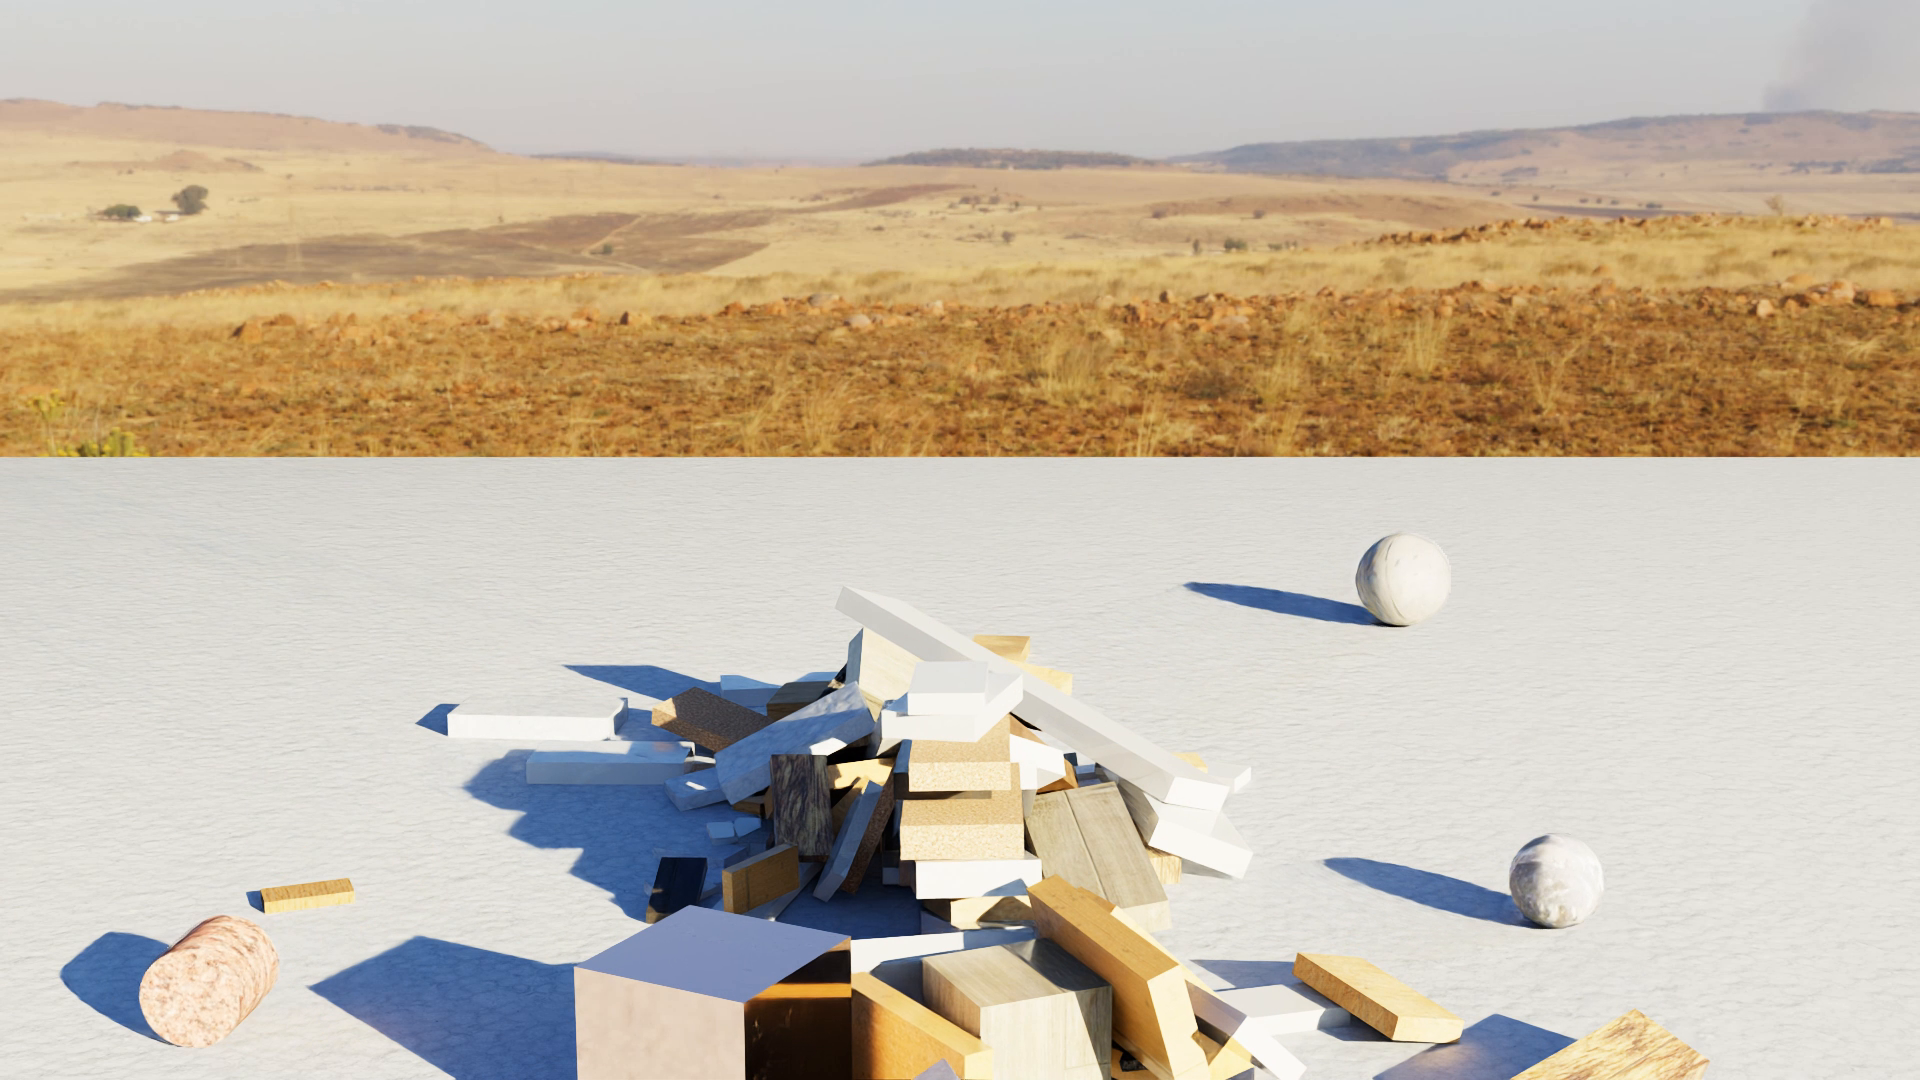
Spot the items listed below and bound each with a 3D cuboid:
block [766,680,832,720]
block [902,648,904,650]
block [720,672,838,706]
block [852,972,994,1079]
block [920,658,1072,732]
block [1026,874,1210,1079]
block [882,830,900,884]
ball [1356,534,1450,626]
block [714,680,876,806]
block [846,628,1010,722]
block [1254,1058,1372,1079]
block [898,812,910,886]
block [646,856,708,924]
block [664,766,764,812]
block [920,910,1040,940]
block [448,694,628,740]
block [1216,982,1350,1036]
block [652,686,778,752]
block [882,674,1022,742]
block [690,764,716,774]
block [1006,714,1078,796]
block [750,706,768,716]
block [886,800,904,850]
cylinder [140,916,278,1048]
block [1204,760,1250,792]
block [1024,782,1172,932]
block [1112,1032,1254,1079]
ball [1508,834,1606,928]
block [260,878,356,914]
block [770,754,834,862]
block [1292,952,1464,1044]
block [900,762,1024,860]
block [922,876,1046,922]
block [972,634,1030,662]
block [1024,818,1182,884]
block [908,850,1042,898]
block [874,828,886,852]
[{"bbox_3d":[-0.320,0.340,4.651,0.135,0.038,0.270,-2,5,4],"label":"block"},{"bbox_3d":[-0.181,0.294,4.703,0.135,0.038,0.270,-29,2,5],"label":"block"},{"bbox_3d":[-0.401,0.334,4.942,0.270,0.038,0.135,-1,11,-8],"label":"block"},{"bbox_3d":[-0.061,0.673,2.806,0.043,0.151,0.302,-7,12,-33],"label":"block"},{"bbox_3d":[0.051,0.288,4.361,0.307,0.043,0.153,12,31,22],"label":"block"},{"bbox_3d":[0.201,0.570,2.853,0.047,0.167,0.335,-23,20,-19],"label":"block"},{"bbox_3d":[-0.082,0.543,3.773,0.102,0.029,0.204,0,10,-2],"label":"block"},{"bbox_3d":[1.136,0.102,5.645,0.238,0.238,0.238,0,11,0],"label":"ball"},{"bbox_3d":[-0.294,0.358,3.900,0.288,0.041,0.144,-27,21,-2],"label":"block"},{"bbox_3d":[-0.058,0.314,4.132,0.346,0.049,0.173,31,32,-21],"label":"block"},{"bbox_3d":[0.446,0.735,2.768,0.151,0.043,0.302,1,11,7],"label":"block"},{"bbox_3d":[-0.011,0.491,3.498,0.173,0.049,0.346,-1,-20,-2],"label":"block"},{"bbox_3d":[-0.461,0.572,3.589,0.076,0.021,0.151,0,28,3],"label":"block"},{"bbox_3d":[-0.457,0.463,4.183,0.190,0.027,0.095,-13,21,-22],"label":"block"},{"bbox_3d":[0.056,0.587,3.279,0.173,0.049,0.346,0,-5,-11],"label":"block"},{"bbox_3d":[-0.896,0.377,4.683,0.344,0.049,0.172,1,11,5],"label":"block"},{"bbox_3d":[0.443,0.673,3.146,0.203,0.029,0.102,-3,11,-16],"label":"block"},{"bbox_3d":[-0.482,0.382,4.500,0.270,0.038,0.135,19,25,28],"label":"block"},{"bbox_3d":[-0.008,0.253,3.373,0.144,0.041,0.287,1,9,16],"label":"block"},{"bbox_3d":[-0.431,0.462,4.287,0.186,0.026,0.093,0,11,1],"label":"block"},{"bbox_3d":[0.067,0.392,3.869,0.165,0.047,0.330,-19,-31,19],"label":"block"},{"bbox_3d":[-0.418,0.391,4.638,0.270,0.038,0.135,-6,12,-28],"label":"block"},{"bbox_3d":[-0.023,0.462,3.604,0.173,0.049,0.346,0,-15,-7],"label":"block"},{"bbox_3d":[-1.058,0.622,3.106,0.142,0.142,0.142,1,11,4],"label":"cylinder"},{"bbox_3d":[0.464,0.457,4.310,0.190,0.027,0.095,5,12,26],"label":"block"},{"bbox_3d":[0.215,0.527,3.624,0.172,0.049,0.473,-10,17,-4],"label":"block"},{"bbox_3d":[0.246,0.675,2.972,0.151,0.043,0.302,-14,10,-35],"label":"block"},{"bbox_3d":[0.952,0.544,3.507,0.149,0.149,0.149,0,11,0],"label":"ball"},{"bbox_3d":[-1.076,0.587,3.629,0.142,0.020,0.071,-4,11,-22],"label":"block"},{"bbox_3d":[-0.269,0.455,3.733,0.095,0.190,0.027,1,-34,-14],"label":"block"},{"bbox_3d":[0.594,0.652,3.139,0.119,0.034,0.238,10,7,-29],"label":"block"},{"bbox_3d":[0.005,0.398,3.259,0.173,0.049,0.346,-1,9,1],"label":"block"},{"bbox_3d":[0.048,0.548,3.387,0.173,0.049,0.346,-1,-5,-8],"label":"block"},{"bbox_3d":[0.056,0.314,5.053,0.135,0.038,0.680,2,11,8],"label":"block"},{"bbox_3d":[0.238,0.531,3.852,0.172,0.049,0.344,-3,11,-18],"label":"block"},{"bbox_3d":[0.017,0.483,3.205,0.173,0.049,0.346,-1,-5,-3],"label":"block"},{"bbox_3d":[-0.170,0.517,3.981,0.102,0.029,0.204,2,11,11],"label":"block"}]
